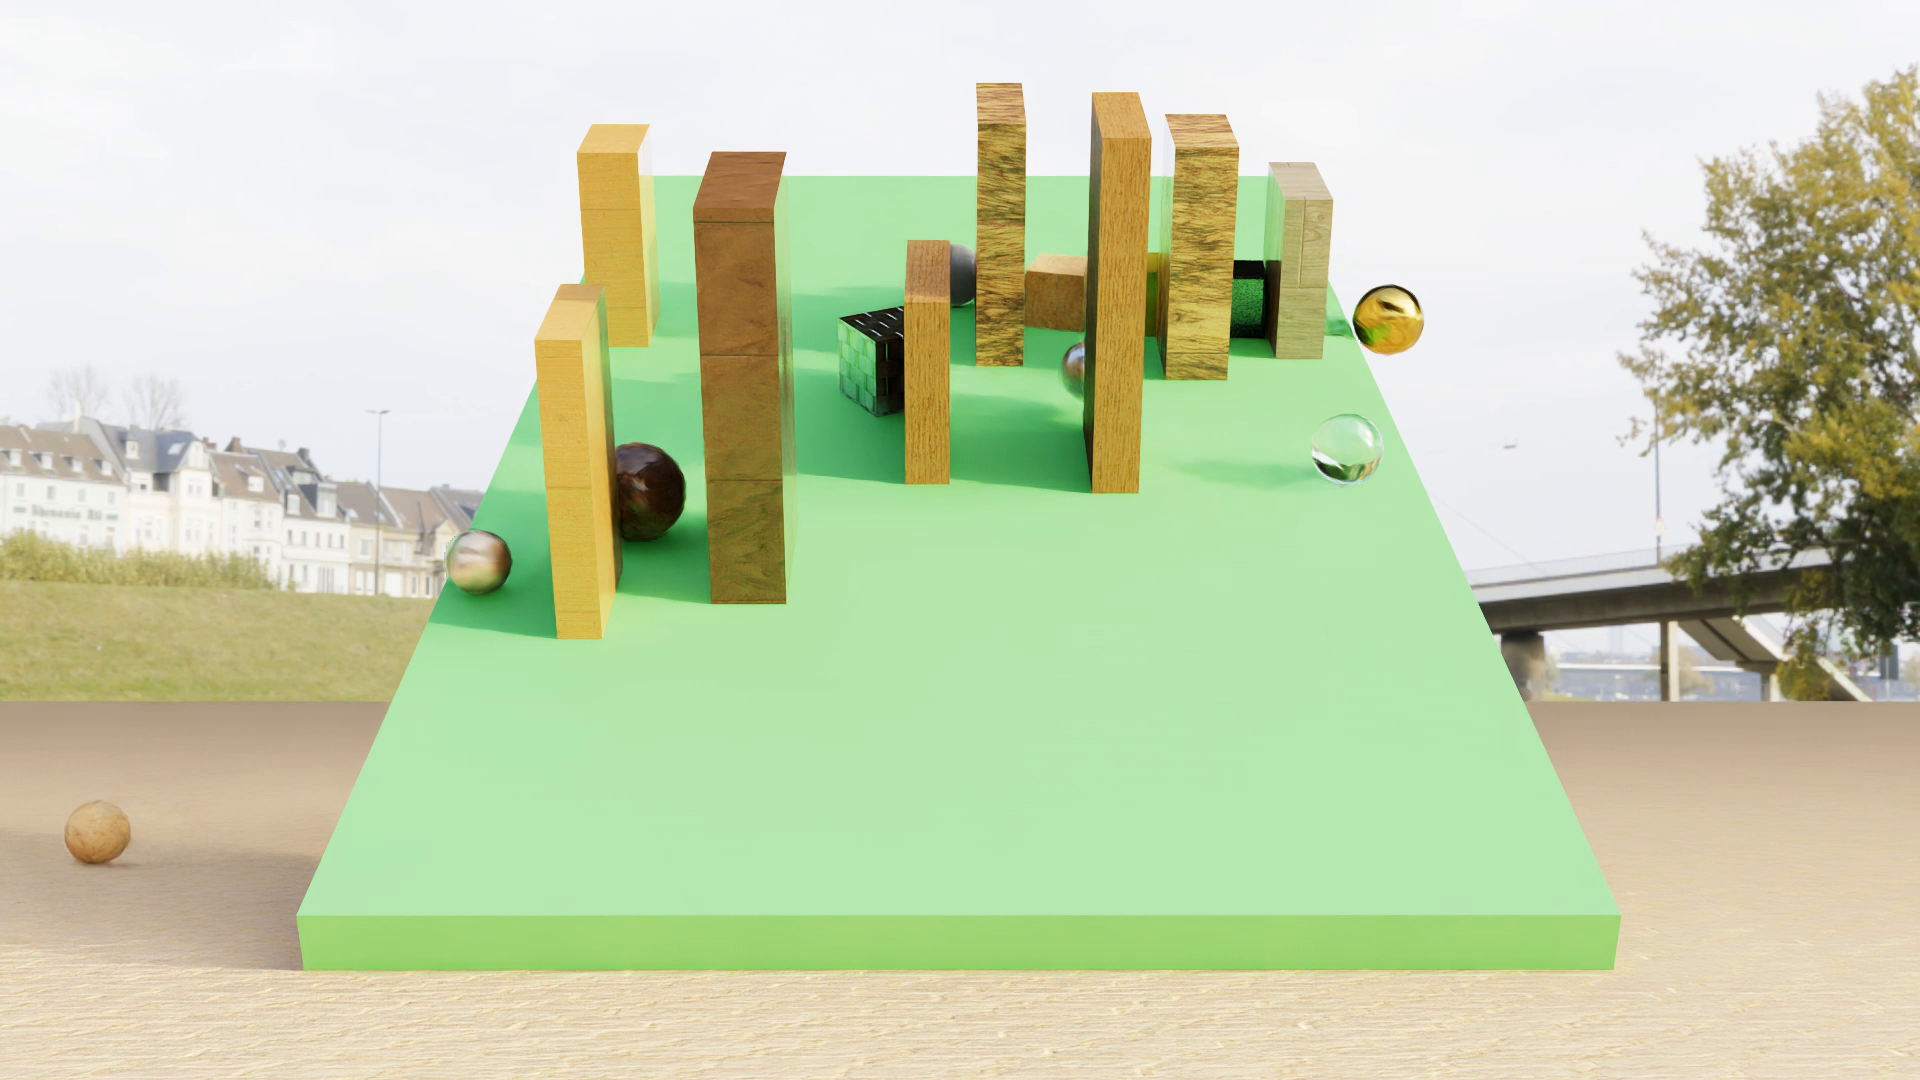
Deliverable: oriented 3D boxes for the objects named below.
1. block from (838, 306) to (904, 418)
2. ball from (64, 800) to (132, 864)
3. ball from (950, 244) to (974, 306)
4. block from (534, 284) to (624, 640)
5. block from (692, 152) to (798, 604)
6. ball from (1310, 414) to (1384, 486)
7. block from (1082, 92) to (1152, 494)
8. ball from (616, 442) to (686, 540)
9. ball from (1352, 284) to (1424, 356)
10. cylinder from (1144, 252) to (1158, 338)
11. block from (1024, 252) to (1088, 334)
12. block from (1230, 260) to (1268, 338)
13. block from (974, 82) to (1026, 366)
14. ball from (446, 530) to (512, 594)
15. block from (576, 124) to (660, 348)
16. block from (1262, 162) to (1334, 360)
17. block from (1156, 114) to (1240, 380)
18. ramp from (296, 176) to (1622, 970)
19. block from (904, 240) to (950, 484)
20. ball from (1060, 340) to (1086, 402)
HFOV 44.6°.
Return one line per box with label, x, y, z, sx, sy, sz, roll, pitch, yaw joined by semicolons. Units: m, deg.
block;-0.157;-0.417;5.432;0.185;0.185;0.185;-13;28;-27
ball;-2.144;0.727;5.815;0.157;0.157;0.157;0;-4;0
ball;-0.020;-0.684;6.033;0.163;0.163;0.163;0;-4;0
block;-0.707;-0.148;4.366;0.083;0.590;0.308;0;25;0
block;-0.404;-0.312;4.488;0.144;0.786;0.374;0;25;0
ball;0.826;-0.193;4.990;0.154;0.154;0.154;0;-4;0
block;0.330;-0.526;4.971;0.099;0.771;0.368;0;25;0
ball;-0.652;-0.098;4.723;0.199;0.199;0.199;0;-4;0
ball;1.079;-0.554;5.886;0.179;0.179;0.179;0;-4;0
cylinder;0.498;-0.618;5.888;0.169;0.169;0.169;0;25;0
block;0.258;-0.627;5.926;0.151;0.151;0.151;7;26;15
block;0.686;-0.607;5.884;0.153;0.153;0.153;1;25;2
block;0.096;-0.773;5.710;0.114;0.598;0.394;0;25;0
ball;-0.927;0.042;4.508;0.124;0.124;0.124;0;-4;0
block;-0.842;-0.755;5.792;0.146;0.491;0.264;0;25;0
block;0.827;-0.693;5.774;0.114;0.401;0.329;0;25;0
block;0.564;-0.701;5.593;0.147;0.568;0.300;0;25;0
ramp;-0.009;-0.229;5.366;2.000;0.100;4.000;0;25;0
block;-0.070;-0.394;5.115;0.094;0.410;0.426;0;25;0
ball;0.298;-0.383;5.319;0.144;0.144;0.144;0;-4;0
